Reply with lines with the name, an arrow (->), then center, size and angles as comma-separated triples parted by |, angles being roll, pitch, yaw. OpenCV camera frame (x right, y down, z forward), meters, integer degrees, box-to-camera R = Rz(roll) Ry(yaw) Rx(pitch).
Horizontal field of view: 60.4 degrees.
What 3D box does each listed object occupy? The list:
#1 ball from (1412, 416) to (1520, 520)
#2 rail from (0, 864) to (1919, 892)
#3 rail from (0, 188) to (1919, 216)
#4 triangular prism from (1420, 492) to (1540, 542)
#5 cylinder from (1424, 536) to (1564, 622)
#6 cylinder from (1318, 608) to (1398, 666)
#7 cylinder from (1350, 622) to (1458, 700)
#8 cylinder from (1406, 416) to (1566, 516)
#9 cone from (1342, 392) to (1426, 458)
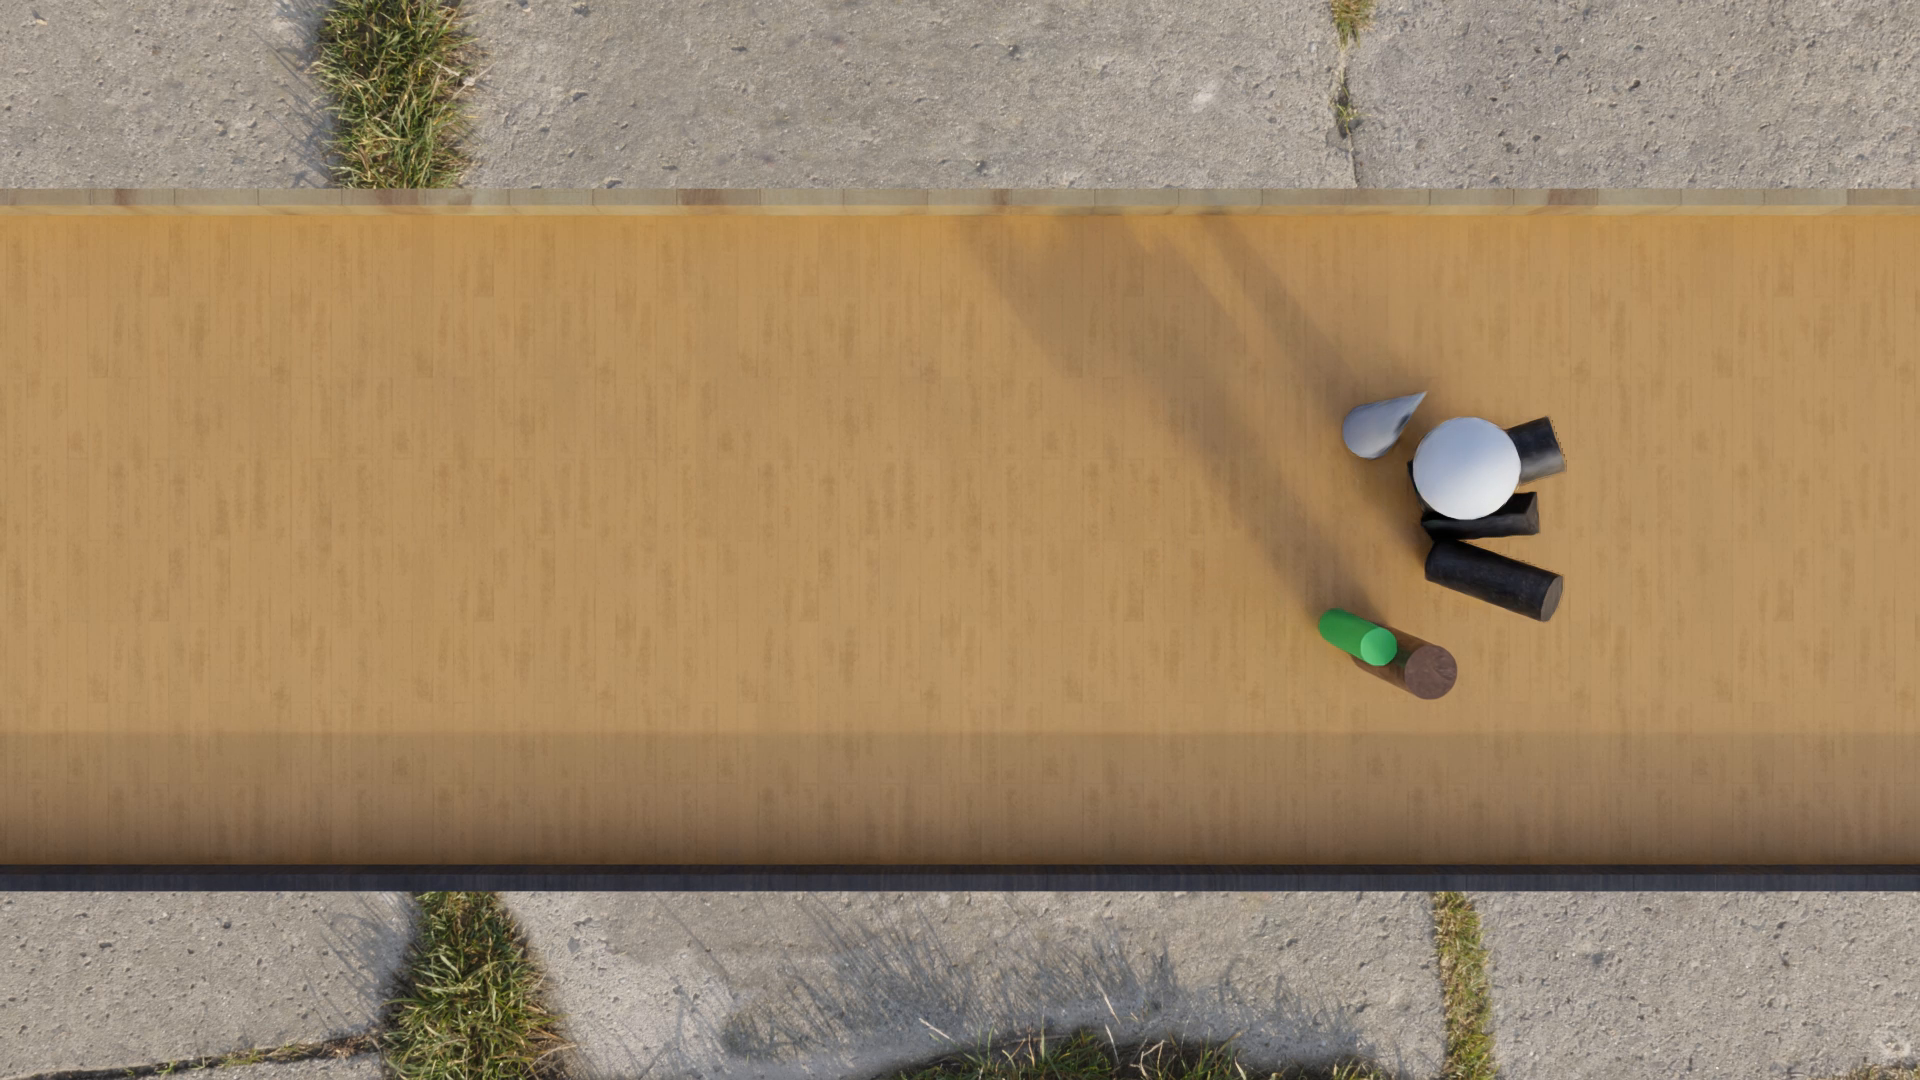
ball -> 1.450, -0.205, 4.726 | 0.295, 0.295, 0.295 | 0, 90, 0
rail -> -2.247, 1.025, 5.001 | 12.000, 0.150, 0.050 | 0, 90, 0
rail -> -2.247, -1.025, 5.002 | 12.000, 0.150, 0.050 | 0, 90, 0
triangular prism -> 1.551, -0.066, 4.936 | 0.320, 0.106, 0.122 | -5, 90, 37
cylinder -> 1.587, 0.114, 4.909 | 0.368, 0.147, 0.147 | 23, 90, 36
cylinder -> 1.175, 0.284, 4.883 | 0.109, 0.376, 0.109 | -1, 96, -6
cylinder -> 1.296, 0.351, 4.845 | 0.155, 0.445, 0.155 | -1, 95, -6
cylinder -> 1.570, -0.221, 4.931 | 0.421, 0.170, 0.170 | -19, 90, 18
cone -> 1.280, -0.373, 4.835 | 0.170, 0.457, 0.170 | 1, 79, -6
